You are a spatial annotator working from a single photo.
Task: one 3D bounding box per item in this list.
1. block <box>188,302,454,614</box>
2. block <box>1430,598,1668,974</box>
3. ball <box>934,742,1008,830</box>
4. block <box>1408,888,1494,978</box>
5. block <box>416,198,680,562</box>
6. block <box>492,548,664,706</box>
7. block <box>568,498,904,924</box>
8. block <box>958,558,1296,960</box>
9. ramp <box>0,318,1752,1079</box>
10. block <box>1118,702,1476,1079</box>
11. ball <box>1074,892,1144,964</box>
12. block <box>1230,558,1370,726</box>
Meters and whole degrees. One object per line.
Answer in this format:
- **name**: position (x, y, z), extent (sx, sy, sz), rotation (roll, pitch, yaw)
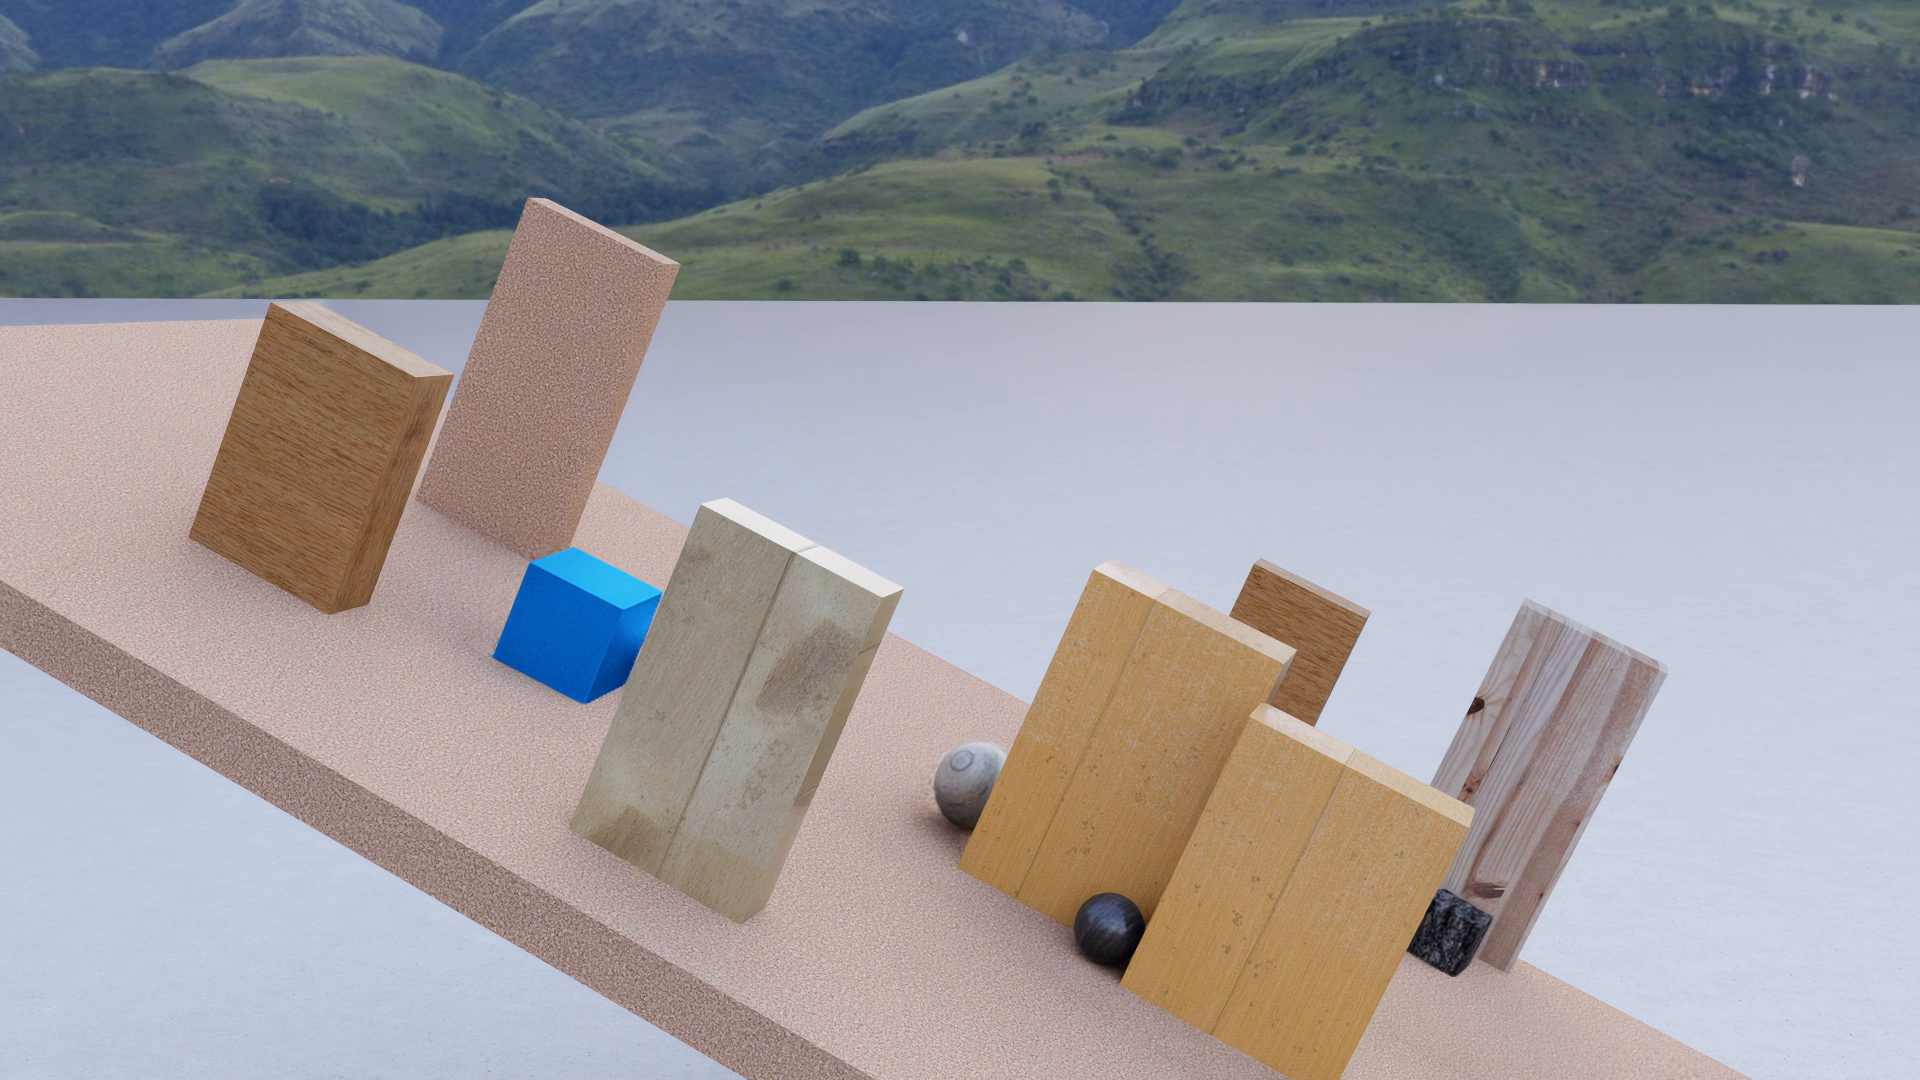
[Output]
- **block**: position (-1.137, -0.149, 3.910), extent (0.310, 0.460, 0.129), rotation (27, 14, 13)
- **block**: position (1.187, 0.524, 4.690), extent (0.323, 0.729, 0.109), rotation (27, 14, 13)
- **ball**: position (0.035, 0.466, 4.163), extent (0.168, 0.168, 0.168), rotation (0, 7, 0)
- **block**: position (1.017, 0.818, 4.581), extent (0.121, 0.121, 0.121), rotation (29, 14, 23)
- **block**: position (-0.861, -0.325, 4.570), extent (0.330, 0.689, 0.082), rotation (27, 14, 13)
- **block**: position (-0.701, 0.156, 4.052), extent (0.195, 0.195, 0.195), rotation (26, 13, 9)
- **block**: position (-0.351, 0.264, 3.409), extent (0.319, 0.571, 0.102), rotation (27, 14, 13)
- **block**: position (0.296, 0.393, 3.934), extent (0.368, 0.608, 0.149), rotation (27, 14, 13)
- **ramp**: position (-0.276, 0.476, 4.177), extent (4.000, 0.100, 2.000), rotation (27, 14, 13)
- **block**: position (0.570, 0.608, 3.738), extent (0.398, 0.529, 0.136), rotation (27, 14, 13)
- **ball**: position (0.260, 0.676, 3.830), extent (0.123, 0.123, 0.123), rotation (0, 7, 0)
- **block**: position (0.589, 0.371, 4.499), extent (0.247, 0.619, 0.092), rotation (27, 14, 13)
